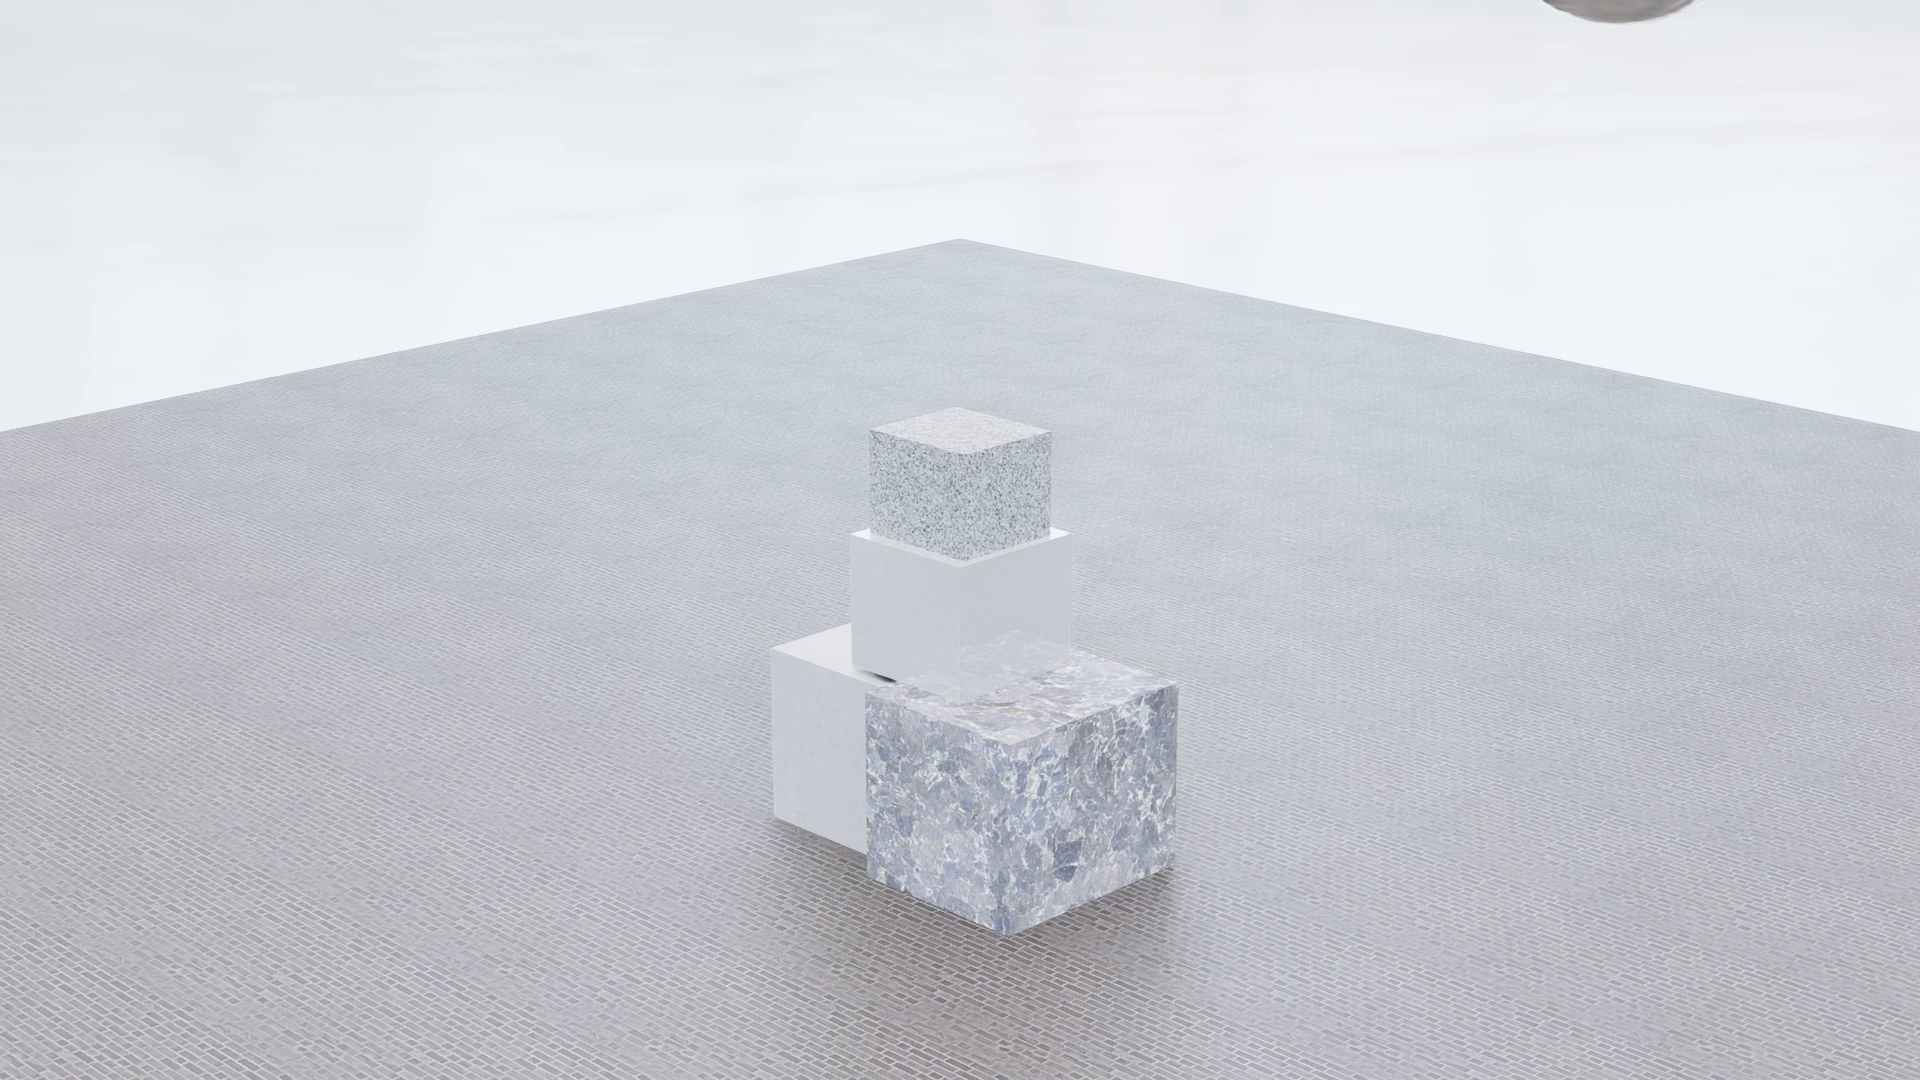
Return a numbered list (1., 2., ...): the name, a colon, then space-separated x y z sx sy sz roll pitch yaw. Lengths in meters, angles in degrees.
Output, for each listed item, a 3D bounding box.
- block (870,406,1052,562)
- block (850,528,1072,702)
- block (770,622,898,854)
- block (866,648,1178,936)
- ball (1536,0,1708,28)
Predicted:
1. block: 0.001 -0.261 13.260 0.553 0.490 0.605 -17 24 -42
2. block: 0.004 0.272 13.432 0.719 0.632 0.707 -17 24 -42
3. block: -0.322 0.923 13.974 0.799 0.860 0.820 -17 24 -42
4. block: 0.283 1.094 13.367 1.098 0.897 0.907 -17 24 -42
5. ball: 3.645 -3.612 16.027 1.600 1.600 1.600 0 17 0
